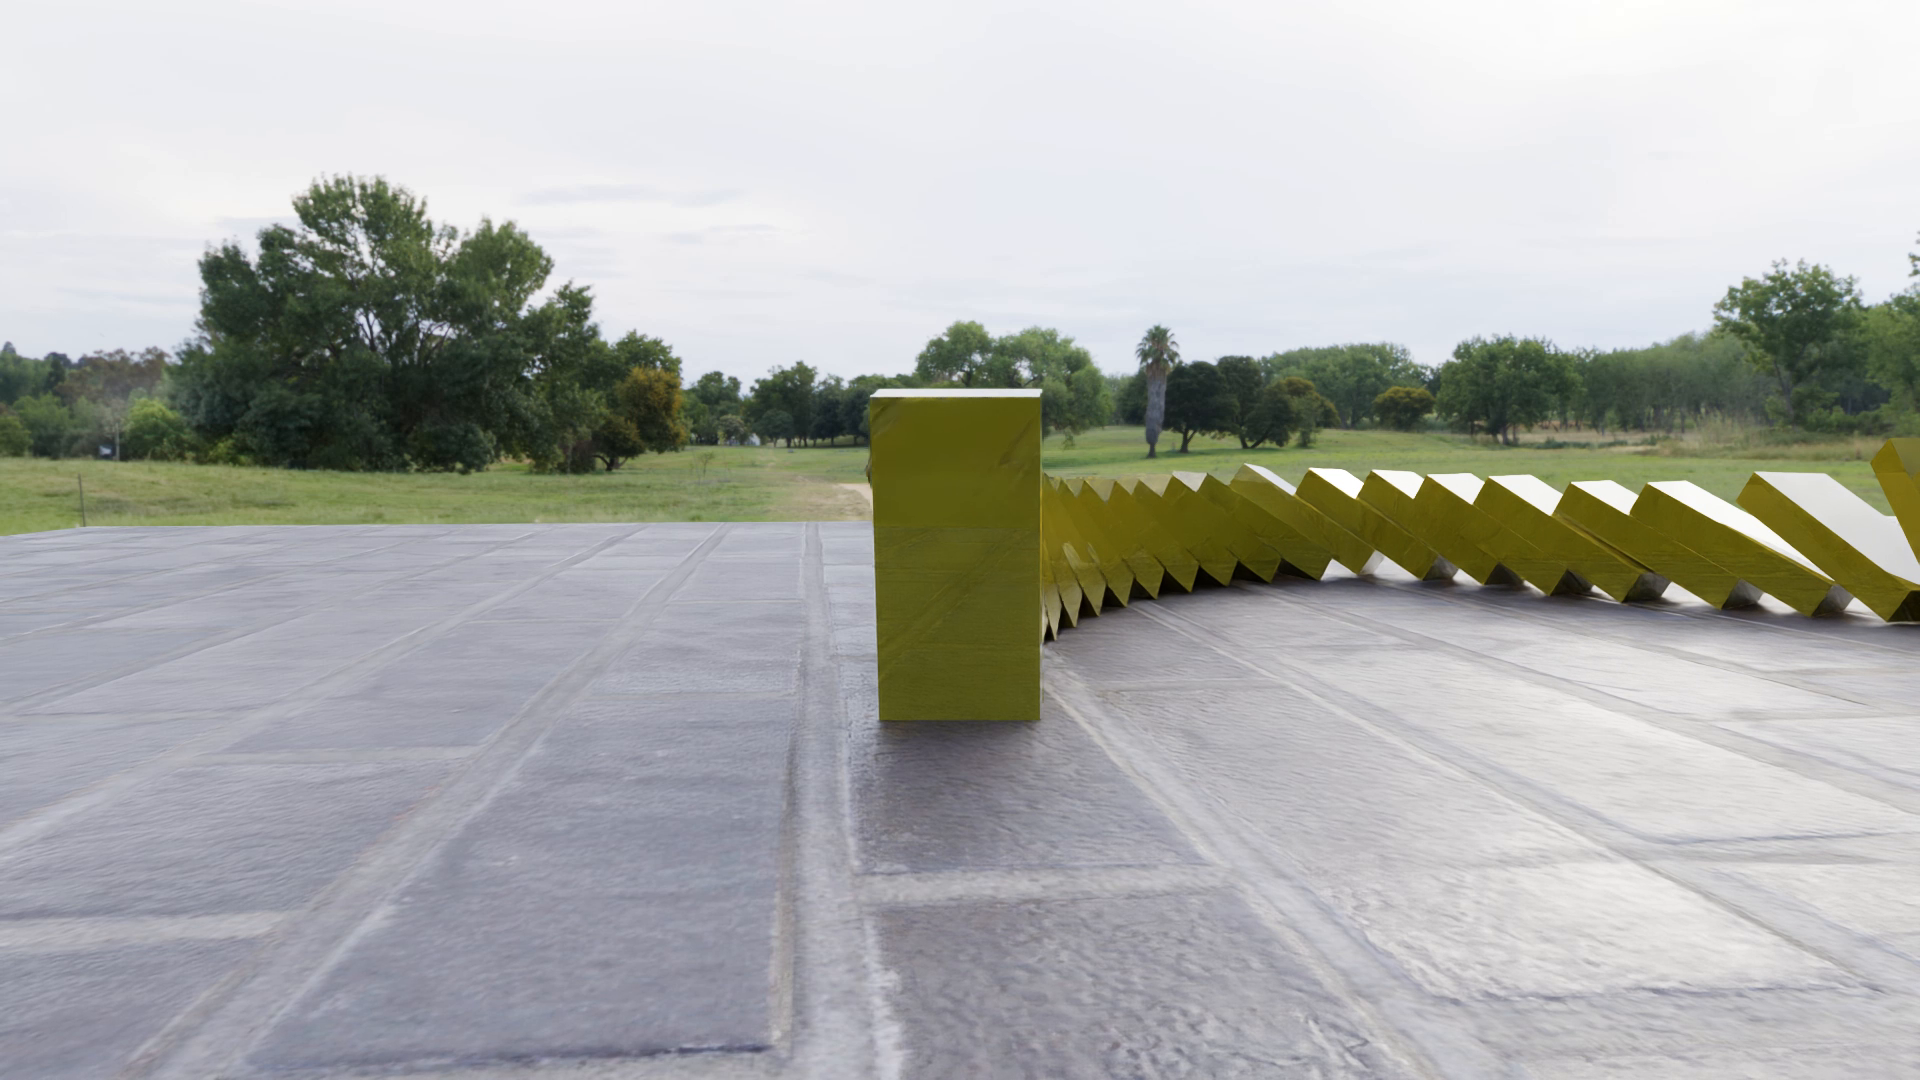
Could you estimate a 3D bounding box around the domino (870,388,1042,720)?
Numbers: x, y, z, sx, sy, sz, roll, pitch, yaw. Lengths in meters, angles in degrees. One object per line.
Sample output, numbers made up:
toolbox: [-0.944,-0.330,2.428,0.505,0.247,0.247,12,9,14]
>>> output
domino: [0.000,0.002,0.198,0.025,0.050,0.009,0,13,5]

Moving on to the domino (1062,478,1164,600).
domino: [0.032,0.000,0.341,0.025,0.010,0.050,3,-26,37]

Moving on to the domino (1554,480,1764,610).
domino: [0.192,0.000,0.351,0.025,0.010,0.050,-3,33,-39]

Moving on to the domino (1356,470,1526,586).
domino: [0.151,-0.004,0.398,0.025,0.010,0.050,0,33,-41]

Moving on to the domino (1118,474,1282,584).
domino: [0.071,-0.004,0.390,0.050,0.009,0.025,32,-12,-28]

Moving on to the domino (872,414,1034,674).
domino: [0.000,0.002,0.229,0.025,0.050,0.010,0,36,6]

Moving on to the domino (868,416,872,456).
domino: [0.000,0.002,0.213,0.025,0.050,0.010,0,26,5]

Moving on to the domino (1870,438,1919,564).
domino: [0.239,-0.002,0.302,0.025,0.050,0.009,0,-37,5]

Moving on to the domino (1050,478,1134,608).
domino: [0.023,0.001,0.323,0.025,0.009,0.050,3,-27,31]

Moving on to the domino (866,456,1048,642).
domino: [0.001,0.002,0.248,0.025,0.050,0.009,1,45,16]

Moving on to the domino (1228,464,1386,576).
domino: [0.114,-0.007,0.418,0.050,0.010,0.025,38,17,24]

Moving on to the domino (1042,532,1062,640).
domino: [0.004,0.002,0.265,0.025,0.010,0.050,1,-38,16]

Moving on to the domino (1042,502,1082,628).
domino: [0.009,0.002,0.284,0.025,0.009,0.050,2,-33,22]

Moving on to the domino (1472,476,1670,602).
domino: [0.175,-0.001,0.365,0.025,0.009,0.050,-3,35,-39]

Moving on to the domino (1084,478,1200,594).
domino: [0.044,-0.001,0.358,0.025,0.009,0.050,4,-24,41]

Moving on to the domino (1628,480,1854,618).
domino: [0.205,0.001,0.336,0.025,0.010,0.050,-3,34,-39]

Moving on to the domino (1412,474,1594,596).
domino: [0.162,-0.003,0.380,0.025,0.010,0.050,-3,35,-39]

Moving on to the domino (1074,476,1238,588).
domino: [0.056,-0.002,0.376,0.050,0.010,0.025,34,-18,-36]

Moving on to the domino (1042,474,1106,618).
domino: [0.015,0.002,0.303,0.025,0.010,0.050,2,-30,25]

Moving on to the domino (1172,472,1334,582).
domino: [0.090,-0.005,0.403,0.050,0.010,0.025,31,-4,-14]

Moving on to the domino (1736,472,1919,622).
domino: [0.224,0.001,0.322,0.025,0.010,0.050,0,36,-18]

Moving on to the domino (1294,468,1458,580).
domino: [0.134,-0.005,0.410,0.025,0.009,0.050,-1,34,-48]
